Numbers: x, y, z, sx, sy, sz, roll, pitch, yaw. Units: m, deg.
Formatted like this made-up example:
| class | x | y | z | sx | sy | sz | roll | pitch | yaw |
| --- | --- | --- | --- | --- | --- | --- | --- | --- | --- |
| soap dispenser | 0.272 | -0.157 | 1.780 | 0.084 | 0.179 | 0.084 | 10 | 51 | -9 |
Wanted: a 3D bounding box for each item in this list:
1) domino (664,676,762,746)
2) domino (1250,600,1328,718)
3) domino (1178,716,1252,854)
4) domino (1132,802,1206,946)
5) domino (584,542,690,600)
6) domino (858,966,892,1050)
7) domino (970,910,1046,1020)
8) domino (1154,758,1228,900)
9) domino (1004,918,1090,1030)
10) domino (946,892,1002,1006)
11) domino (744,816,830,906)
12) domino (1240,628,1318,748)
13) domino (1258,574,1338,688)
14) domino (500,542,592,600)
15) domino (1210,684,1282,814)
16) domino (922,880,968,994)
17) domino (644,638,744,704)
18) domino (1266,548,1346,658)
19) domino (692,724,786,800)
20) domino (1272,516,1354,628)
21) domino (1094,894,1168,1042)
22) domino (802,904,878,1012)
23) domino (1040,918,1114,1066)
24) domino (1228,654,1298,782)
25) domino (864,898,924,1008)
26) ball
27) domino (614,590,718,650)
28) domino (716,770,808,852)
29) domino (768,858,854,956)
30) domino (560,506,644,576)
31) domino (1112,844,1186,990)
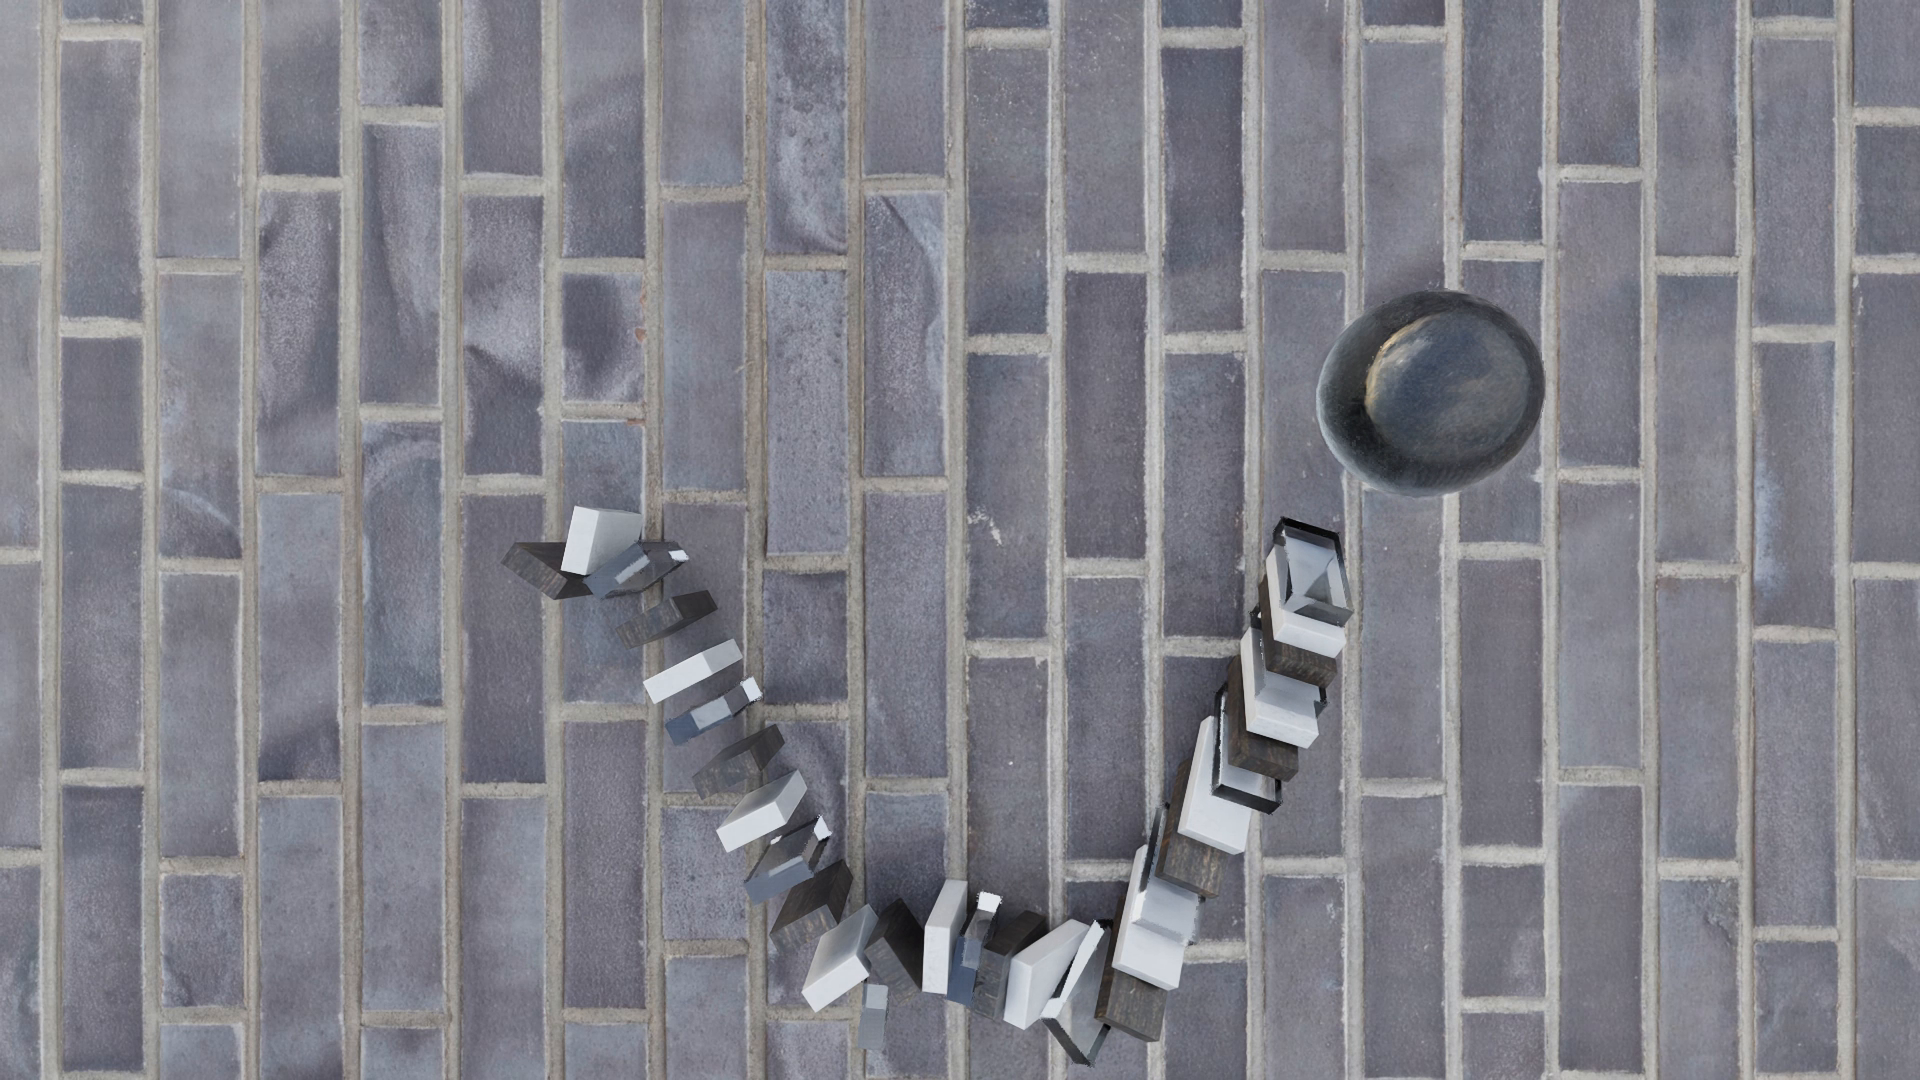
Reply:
| class | x | y | z | sx | sy | sz | roll | pitch | yaw |
| --- | --- | --- | --- | --- | --- | --- | --- | --- | --- |
| domino | -0.100 | 0.069 | 0.375 | 0.025 | 0.050 | 0.010 | -26 | 90 | 0 |
| domino | 0.135 | 0.048 | 0.378 | 0.025 | 0.050 | 0.010 | 18 | 130 | 0 |
| domino | 0.110 | 0.102 | 0.384 | 0.025 | 0.010 | 0.050 | 22 | 61 | 0 |
| domino | 0.090 | 0.139 | 0.382 | 0.025 | 0.010 | 0.050 | 23 | 57 | 0 |
| domino | -0.131 | 0.012 | 0.375 | 0.025 | 0.050 | 0.009 | -36 | 90 | 0 |
| domino | -0.033 | 0.182 | 0.375 | 0.009 | 0.050 | 0.025 | 6 | 90 | 0 |
| domino | 0.021 | 0.173 | 0.375 | 0.009 | 0.050 | 0.025 | 11 | 90 | 24 |
| domino | 0.100 | 0.120 | 0.383 | 0.025 | 0.009 | 0.050 | 23 | 60 | 0 |
| domino | 0.037 | 0.177 | 0.376 | 0.009 | 0.050 | 0.025 | 8 | 93 | 35 |
| domino | 0.006 | 0.166 | 0.375 | 0.010 | 0.050 | 0.025 | 11 | 90 | 12 |
| domino | -0.070 | 0.130 | 0.375 | 0.025 | 0.050 | 0.010 | -27 | 90 | 0 |
| domino | 0.131 | 0.060 | 0.378 | 0.025 | 0.050 | 0.009 | 17 | 130 | -1 |
| domino | 0.138 | 0.036 | 0.378 | 0.025 | 0.050 | 0.009 | 17 | 130 | 0 |
| domino | -0.163 | 0.012 | 0.375 | 0.025 | 0.050 | 0.010 | 35 | 90 | 0 |
| domino | 0.119 | 0.085 | 0.379 | 0.025 | 0.010 | 0.050 | 18 | 46 | 0 |
| domino | -0.006 | 0.161 | 0.375 | 0.009 | 0.050 | 0.025 | 3 | 90 | 9 |
| domino | -0.108 | 0.053 | 0.375 | 0.025 | 0.050 | 0.010 | -27 | 90 | 0 |
| domino | 0.142 | 0.024 | 0.378 | 0.025 | 0.050 | 0.009 | 17 | 130 | 0 |
| domino | -0.090 | 0.090 | 0.375 | 0.025 | 0.050 | 0.010 | -26 | 90 | 0 |
| domino | 0.145 | 0.012 | 0.378 | 0.025 | 0.050 | 0.010 | 17 | 130 | 0 |
| domino | 0.074 | 0.177 | 0.380 | 0.025 | 0.009 | 0.050 | 28 | 54 | -8 |
| domino | -0.048 | 0.170 | 0.375 | 0.025 | 0.050 | 0.009 | -35 | 90 | 0 |
| domino | 0.055 | 0.185 | 0.378 | 0.025 | 0.009 | 0.050 | 54 | 47 | -7 |
| domino | 0.125 | 0.073 | 0.379 | 0.025 | 0.050 | 0.009 | 17 | 135 | 0 |
| domino | -0.024 | 0.167 | 0.374 | 0.010 | 0.050 | 0.025 | -36 | 84 | 0 |
| ball | 0.183 | -0.057 | 0.360 | 0.080 | 0.080 | 0.080 | 0 | 90 | 0 |
| domino | -0.119 | 0.032 | 0.375 | 0.025 | 0.050 | 0.010 | -29 | 90 | 0 |
| domino | -0.080 | 0.110 | 0.375 | 0.025 | 0.050 | 0.010 | -26 | 90 | 0 |
| domino | -0.060 | 0.149 | 0.375 | 0.025 | 0.050 | 0.010 | -28 | 90 | 0 |
| domino | -0.145 | 0.000 | 0.375 | 0.010 | 0.050 | 0.025 | 12 | 90 | 0 |
| domino | 0.082 | 0.156 | 0.382 | 0.025 | 0.009 | 0.050 | 23 | 54 | 0 |
